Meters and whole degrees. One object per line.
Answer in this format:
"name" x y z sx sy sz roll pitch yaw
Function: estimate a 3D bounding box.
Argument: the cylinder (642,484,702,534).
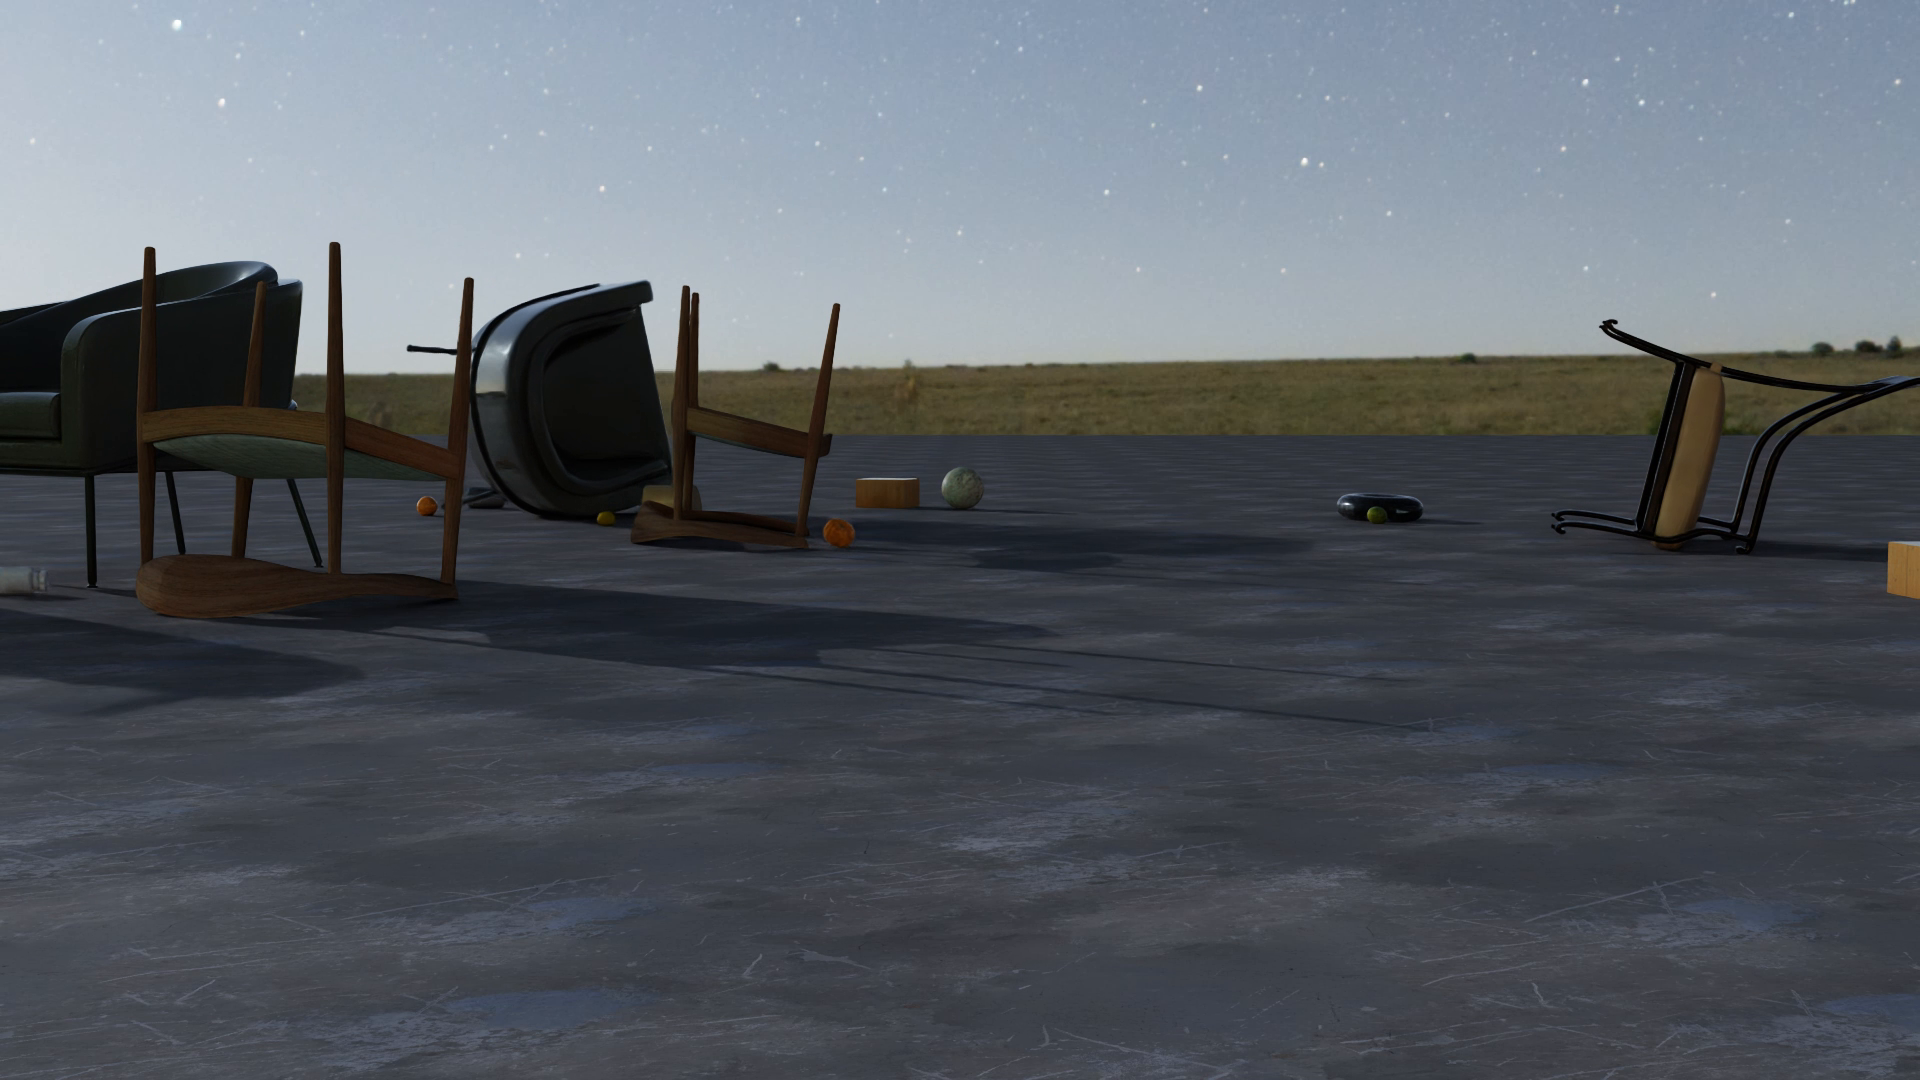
"cylinder" -0.886 -0.094 6.779 0.148 0.128 0.180 1 -40 8

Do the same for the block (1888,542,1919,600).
"block" 2.127 0.066 4.767 0.154 0.113 0.175 0 4 -1

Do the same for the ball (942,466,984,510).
"ball" 0.011 -0.193 8.211 0.159 0.159 0.159 0 4 0

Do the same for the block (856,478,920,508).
"block" -0.276 -0.180 8.392 0.196 0.106 0.151 2 4 22

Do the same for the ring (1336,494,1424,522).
"ring" 1.444 -0.112 7.565 0.264 0.084 0.350 -1 5 -24
